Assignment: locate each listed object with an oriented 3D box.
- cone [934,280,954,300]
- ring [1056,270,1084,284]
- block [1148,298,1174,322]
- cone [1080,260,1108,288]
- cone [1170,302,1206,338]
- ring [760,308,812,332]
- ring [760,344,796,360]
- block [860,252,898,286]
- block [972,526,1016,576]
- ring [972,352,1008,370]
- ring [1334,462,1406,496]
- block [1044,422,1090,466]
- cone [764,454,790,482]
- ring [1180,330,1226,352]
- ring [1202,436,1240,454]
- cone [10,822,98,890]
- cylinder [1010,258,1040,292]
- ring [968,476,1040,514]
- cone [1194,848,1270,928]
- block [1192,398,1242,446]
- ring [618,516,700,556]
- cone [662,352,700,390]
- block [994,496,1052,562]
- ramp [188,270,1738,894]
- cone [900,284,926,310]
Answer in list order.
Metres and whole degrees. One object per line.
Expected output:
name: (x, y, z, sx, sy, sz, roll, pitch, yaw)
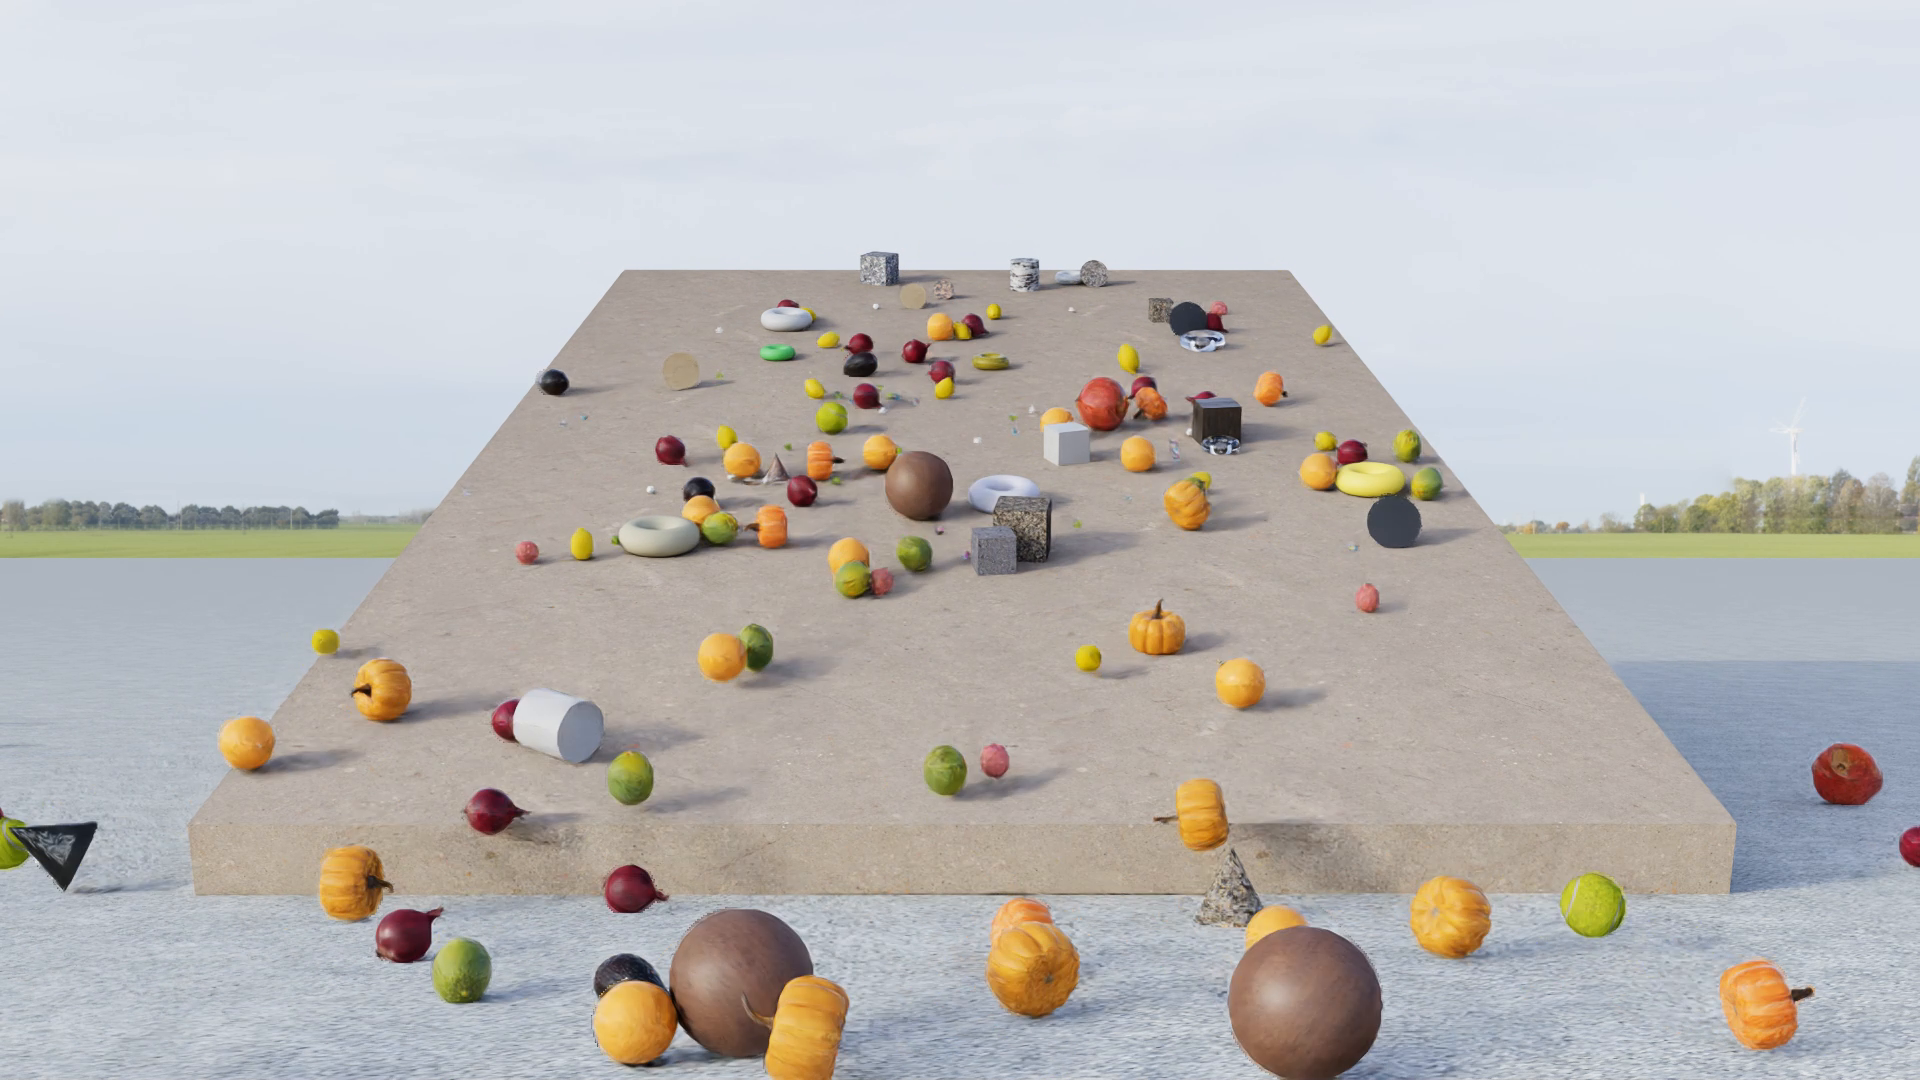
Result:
cone: (-0.040, -0.698, 6.273, 0.060, 0.060, 0.060, 0, -10, 12)
ring: (0.323, -0.765, 6.483, 0.093, 0.031, 0.093, 0, 19, 0)
block: (0.538, -0.616, 5.959, 0.056, 0.056, 0.056, -2, 17, -6)
cone: (0.386, -0.763, 6.469, 0.082, 0.082, 0.082, 0, -9, -2)
cone: (0.587, -0.559, 5.796, 0.098, 0.098, 0.098, 0, -10, -3)
ring: (-0.457, -0.581, 5.862, 0.136, 0.045, 0.136, 1, 18, 0)
ring: (-0.452, -0.464, 5.511, 0.087, 0.029, 0.087, 1, 17, 0)
block: (-0.234, -0.791, 6.477, 0.083, 0.083, 0.083, 8, 19, 25)
block: (0.059, 0.019, 3.883, 0.067, 0.067, 0.067, -3, 17, -9)
ring: (0.074, -0.435, 5.415, 0.091, 0.030, 0.091, 1, 16, 0)
ring: (0.805, -0.119, 4.369, 0.137, 0.046, 0.137, -1, 16, 0)
block: (0.220, -0.198, 4.580, 0.071, 0.071, 0.071, -7, 19, -22)
cone: (-0.366, -0.148, 4.446, 0.052, 0.052, 0.052, 0, 17, 0)
ring: (0.614, -0.504, 5.629, 0.115, 0.038, 0.115, -1, 18, 0)
ring: (0.546, -0.199, 4.660, 0.081, 0.027, 0.081, -1, 18, 0)
cone: (-1.195, 0.394, 2.905, 0.098, 0.098, 0.098, 27, -10, -20)
cylinder: (0.186, -0.761, 6.383, 0.083, 0.083, 0.083, 0, 17, 0)
ring: (0.084, -0.086, 4.258, 0.139, 0.046, 0.139, -1, 21, 0)
cone: (0.329, 0.415, 2.689, 0.092, 0.092, 0.092, 0, 0, 0)
block: (0.546, -0.251, 4.731, 0.084, 0.084, 0.084, -3, 17, -8)
ring: (-0.540, -0.007, 3.999, 0.146, 0.049, 0.146, 1, 16, 0)
cone: (-0.663, -0.385, 5.235, 0.090, 0.090, 0.090, 0, -10, -16)
block: (0.111, -0.020, 3.963, 0.094, 0.094, 0.094, 2, 17, 7)
ramp: (-0.003, -0.176, 4.796, 2.000, 0.100, 4.000, 0, 17, 0)
cone: (-0.133, -0.664, 6.150, 0.074, 0.074, 0.074, 0, -9, -6)
